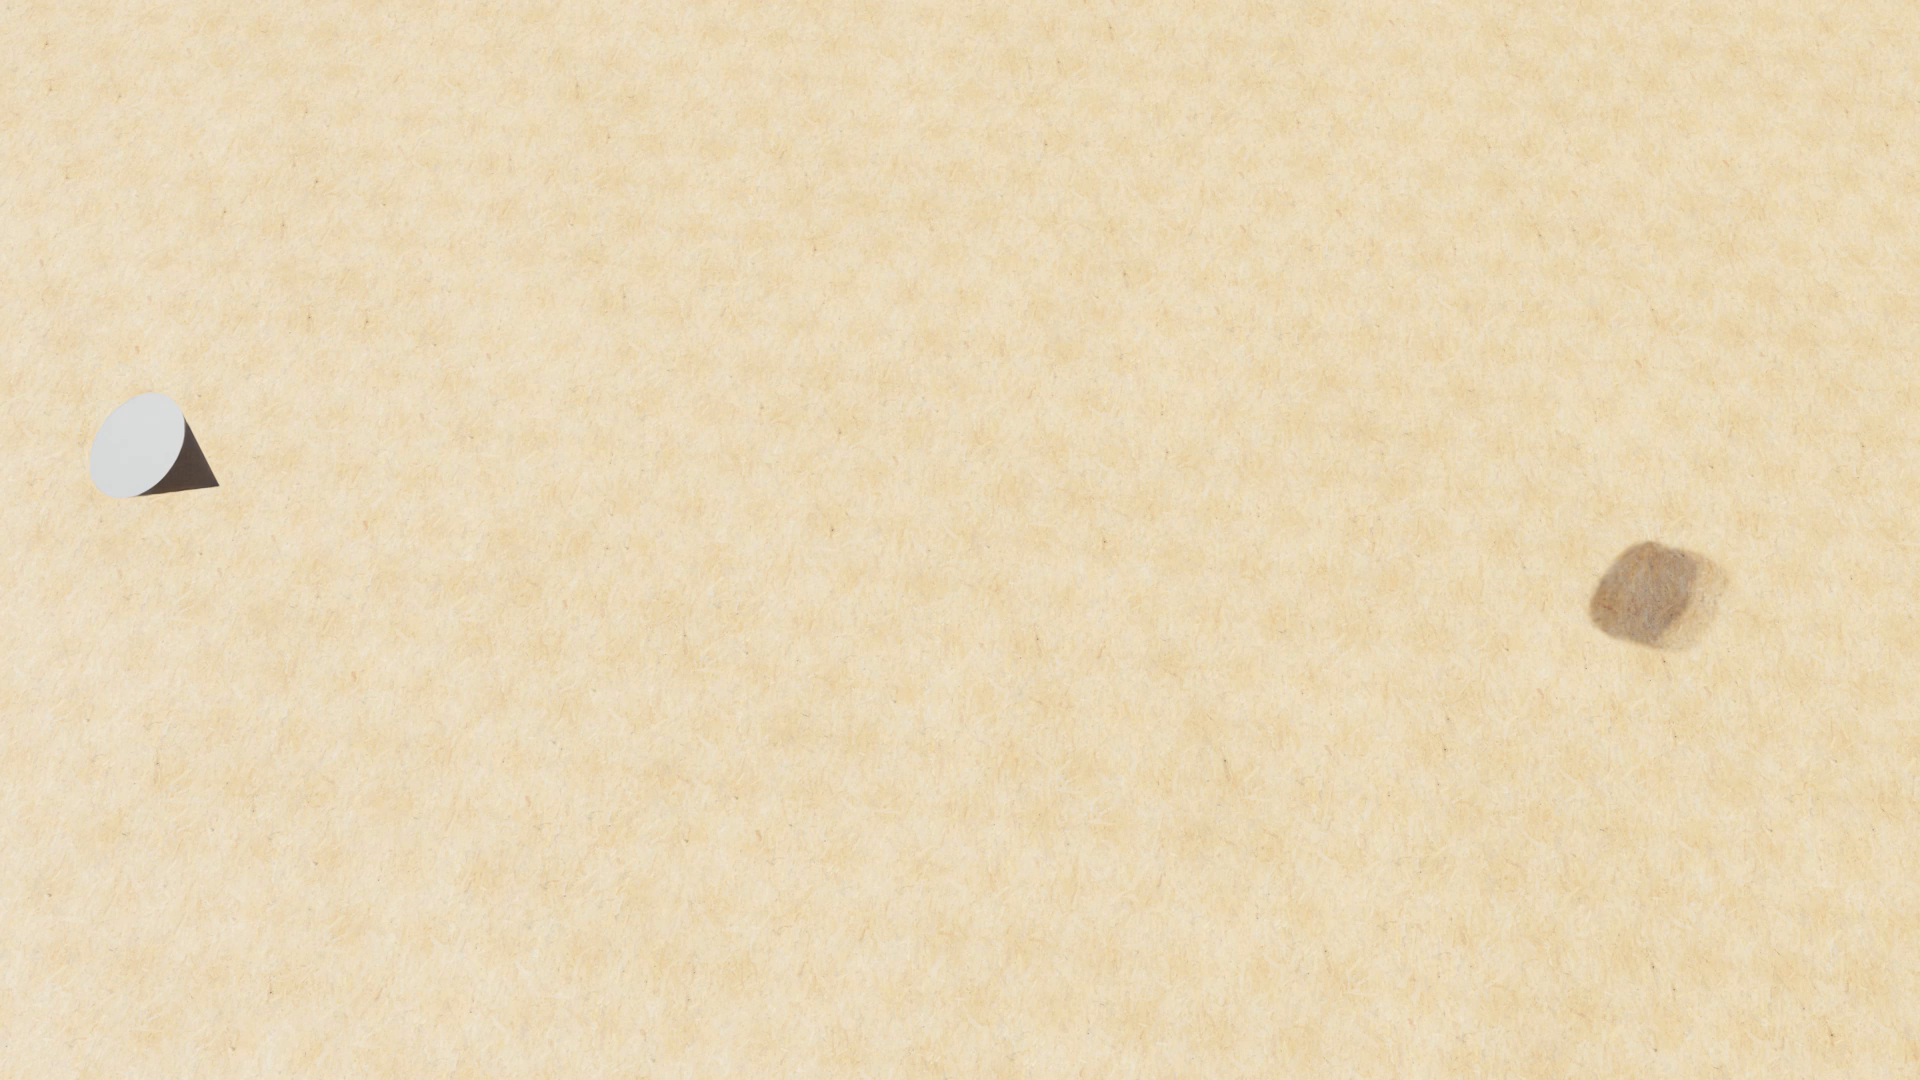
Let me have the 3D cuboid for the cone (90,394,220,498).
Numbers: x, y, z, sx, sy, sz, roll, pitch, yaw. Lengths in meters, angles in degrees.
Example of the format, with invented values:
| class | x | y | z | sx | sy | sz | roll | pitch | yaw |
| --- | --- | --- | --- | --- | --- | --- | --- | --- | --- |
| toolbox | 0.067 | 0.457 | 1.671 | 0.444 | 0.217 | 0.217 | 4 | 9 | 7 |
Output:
| class | x | y | z | sx | sy | sz | roll | pitch | yaw |
| --- | --- | --- | --- | --- | --- | --- | --- | --- | --- |
| cone | -1.479 | -0.140 | 4.168 | 0.188 | 0.256 | 0.214 | 42 | 89 | 23 |
